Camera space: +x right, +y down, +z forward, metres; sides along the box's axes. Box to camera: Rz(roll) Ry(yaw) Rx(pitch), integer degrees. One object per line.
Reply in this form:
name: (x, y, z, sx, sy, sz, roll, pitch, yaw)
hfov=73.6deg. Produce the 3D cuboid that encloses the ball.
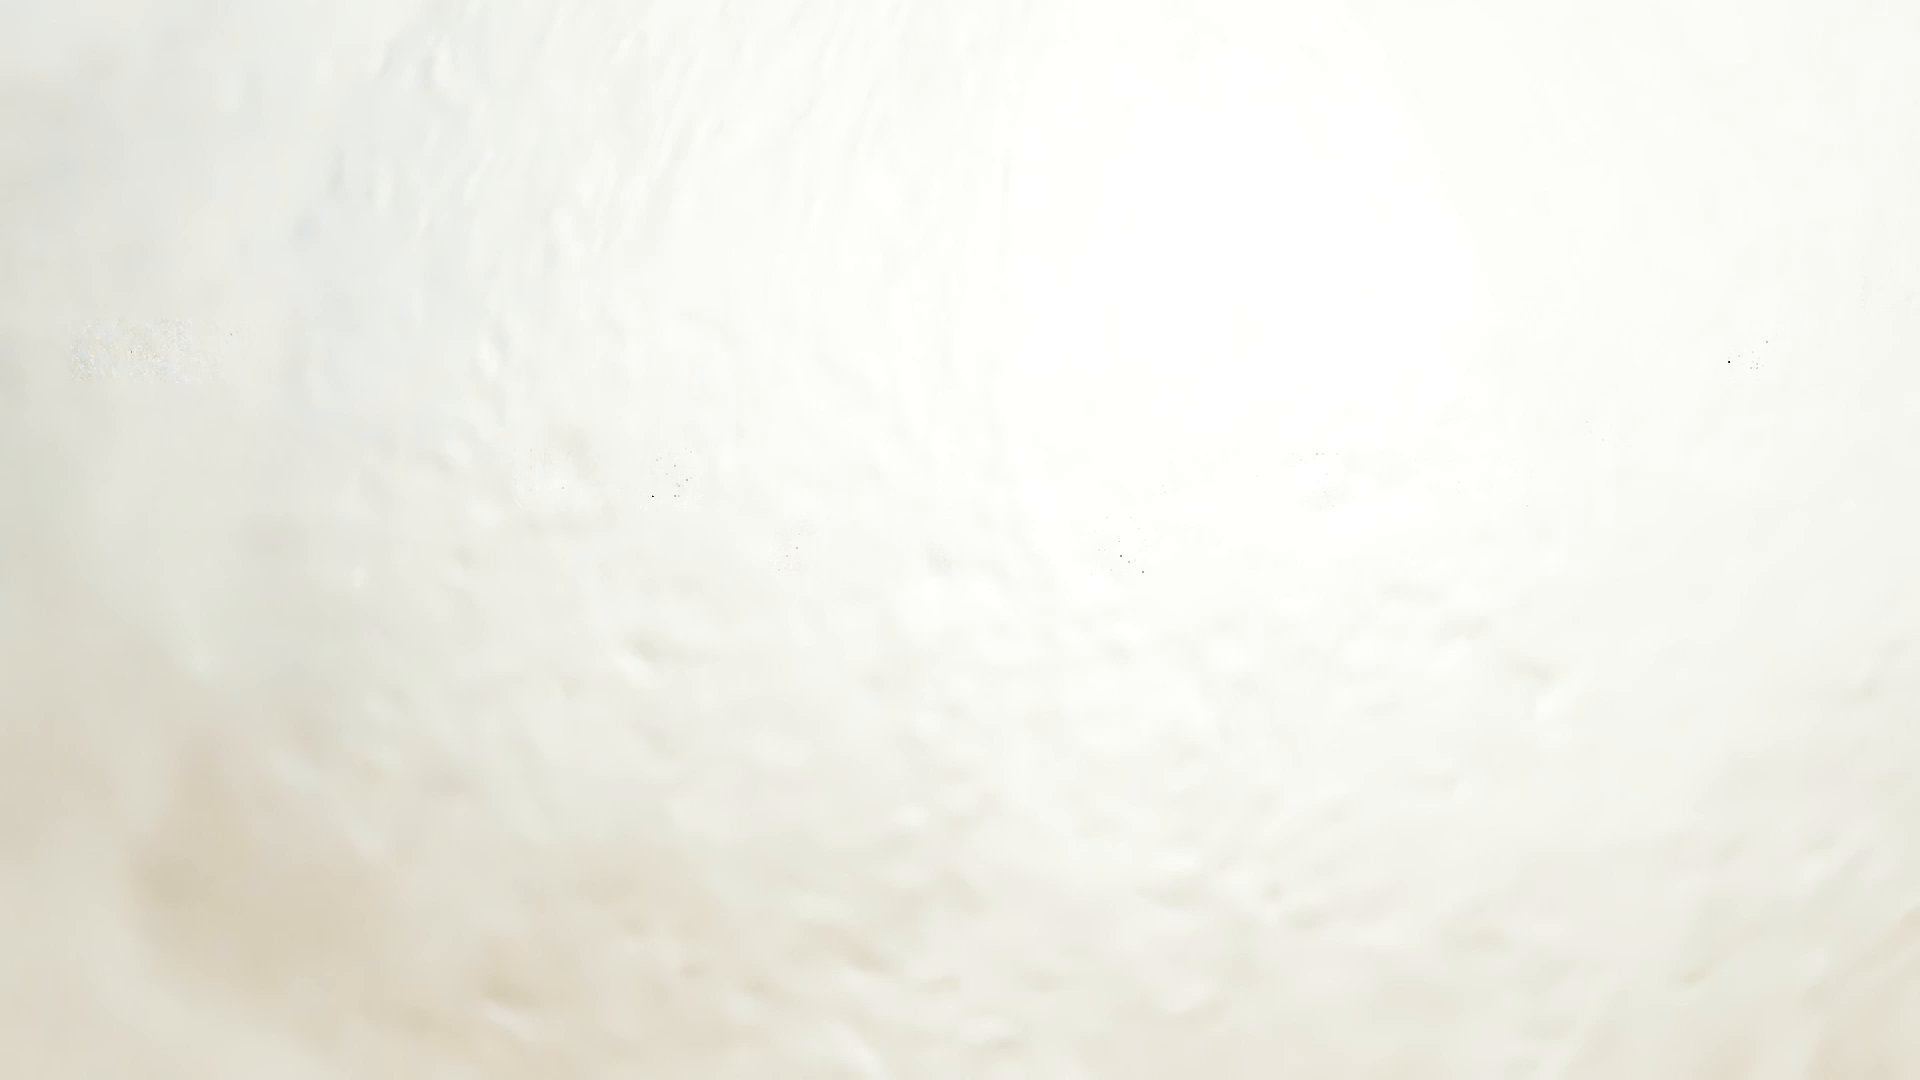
ball: (0.000, -0.002, 0.056, 0.080, 0.080, 0.080, 0, 4, 0)
